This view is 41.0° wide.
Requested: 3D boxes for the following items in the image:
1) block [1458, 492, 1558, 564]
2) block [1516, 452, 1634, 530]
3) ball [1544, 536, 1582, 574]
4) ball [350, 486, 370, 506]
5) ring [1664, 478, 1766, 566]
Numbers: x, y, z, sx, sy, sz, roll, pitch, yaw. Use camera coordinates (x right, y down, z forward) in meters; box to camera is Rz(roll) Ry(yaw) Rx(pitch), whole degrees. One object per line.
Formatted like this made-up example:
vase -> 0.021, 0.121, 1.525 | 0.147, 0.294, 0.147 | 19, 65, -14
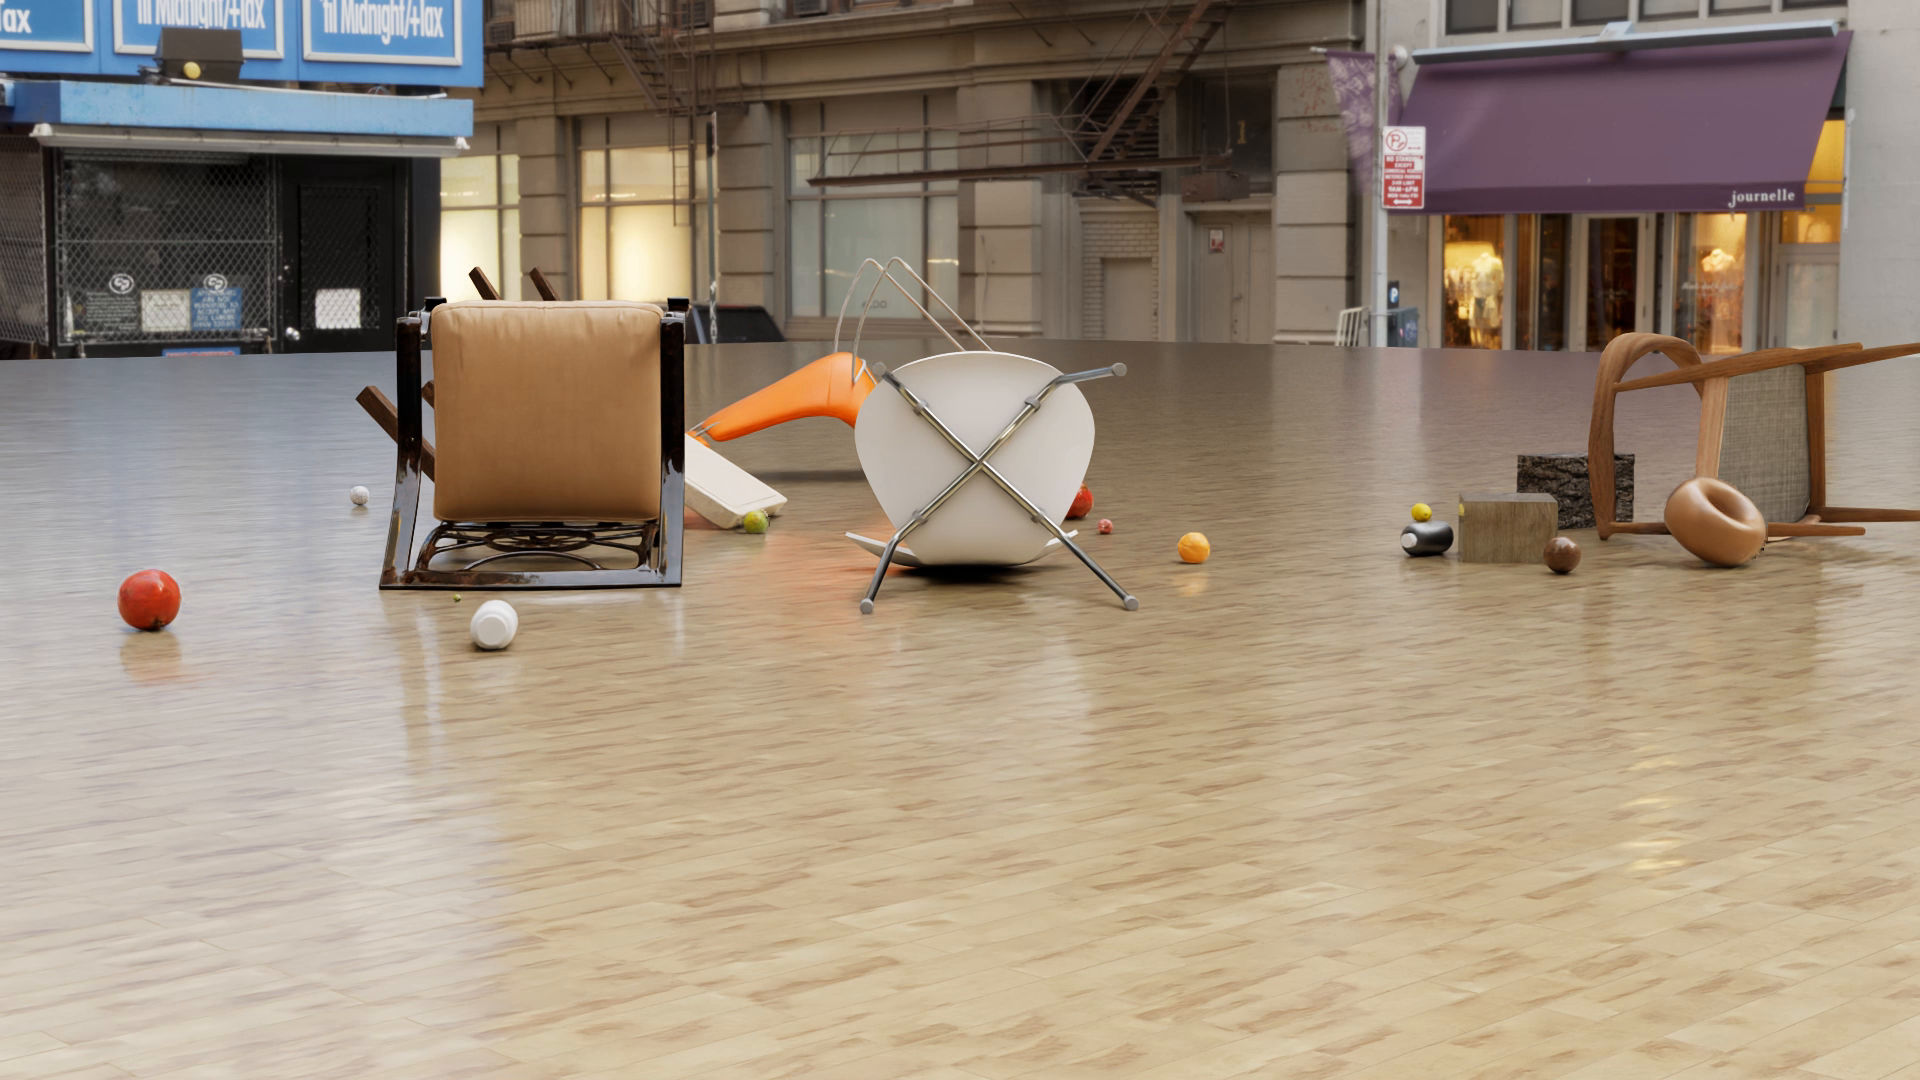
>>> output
block -> 1.281, -0.030, 6.009 | 0.210, 0.142, 0.244 | 1, 6, 8
block -> 1.628, -0.133, 6.787 | 0.283, 0.187, 0.145 | -4, 7, -32
ball -> 1.336, 0.032, 5.693 | 0.083, 0.083, 0.083 | 0, 6, 0
ball -> -1.726, -0.128, 7.379 | 0.057, 0.057, 0.057 | 0, 6, 0
ring -> 1.724, -0.041, 5.859 | 0.242, 0.118, 0.231 | 1, 43, -37
